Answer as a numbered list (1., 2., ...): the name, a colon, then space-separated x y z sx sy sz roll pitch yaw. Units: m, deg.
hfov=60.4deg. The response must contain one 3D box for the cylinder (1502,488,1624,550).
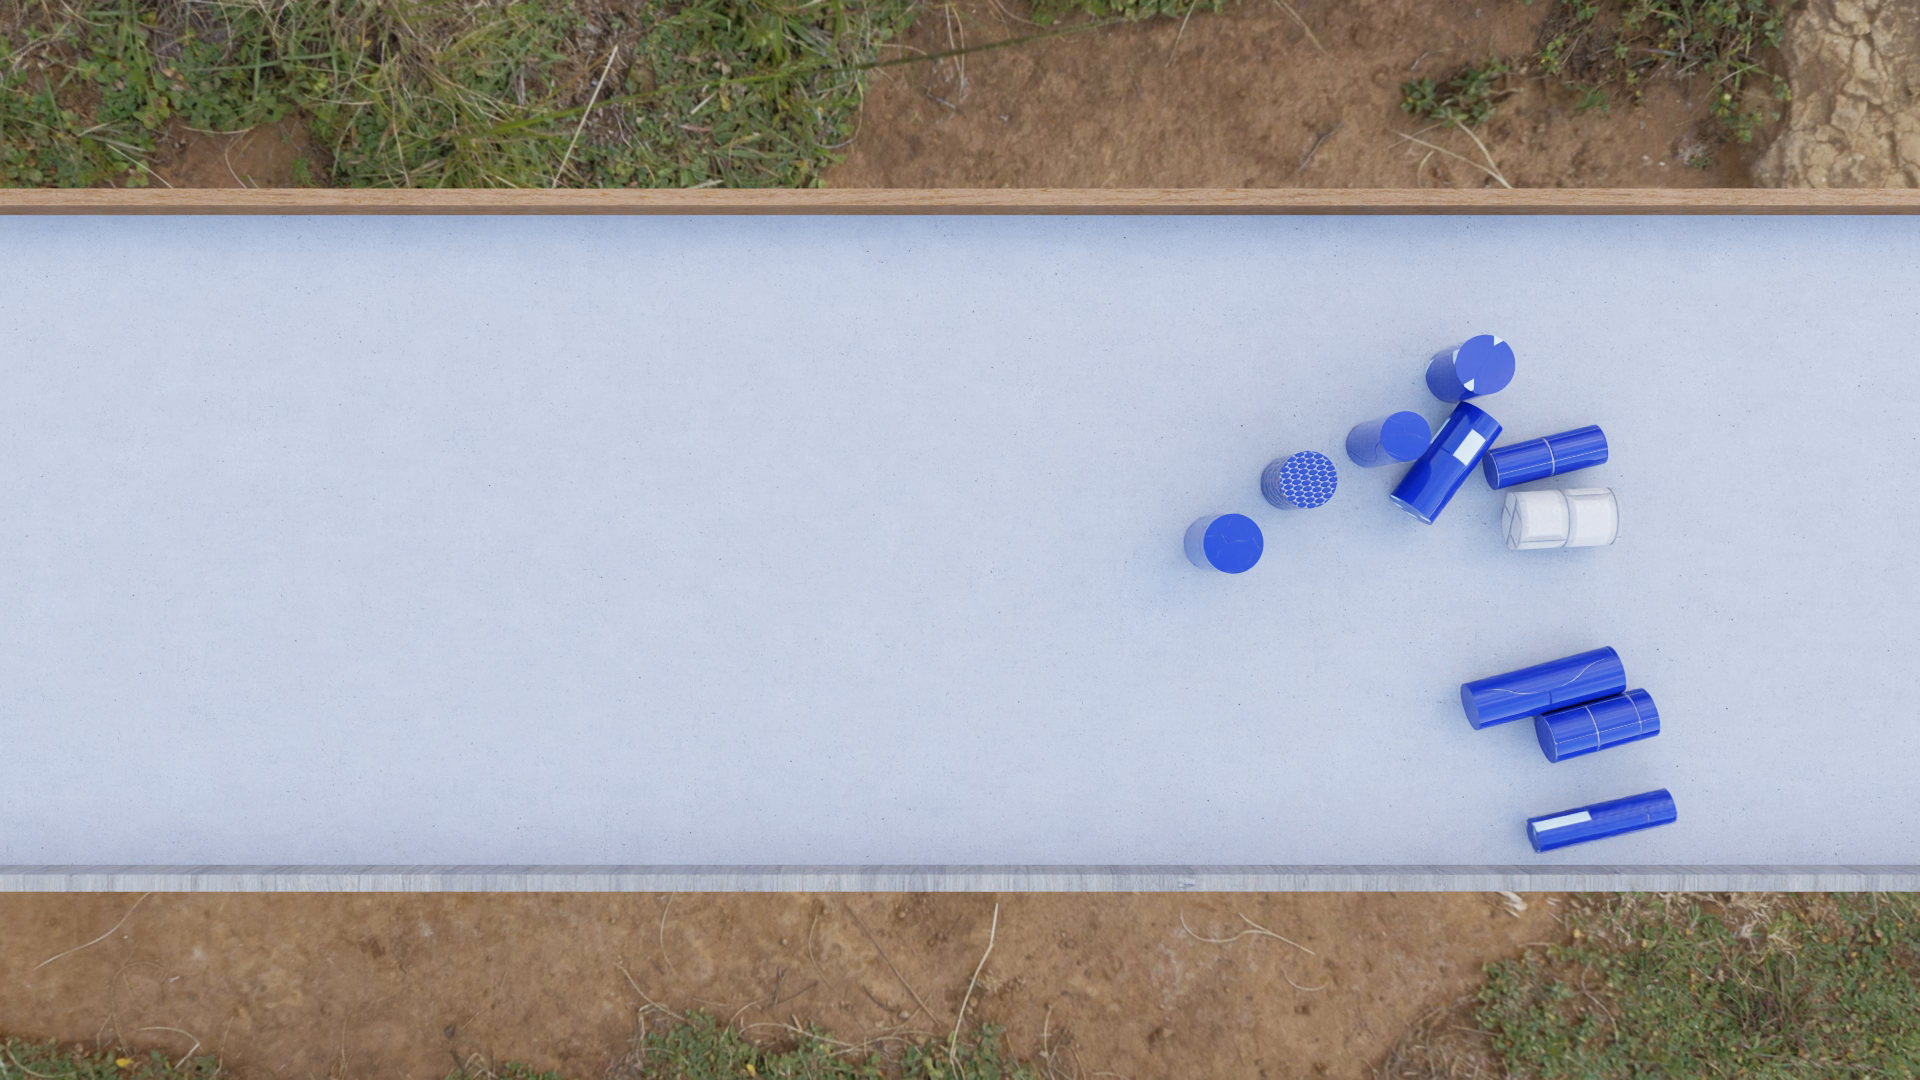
1. cylinder: 1.819 -0.065 4.989 0.305 0.175 0.175 -3 90 0

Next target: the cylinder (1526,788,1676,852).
1. cylinder: 1.952 0.854 5.024 0.424 0.105 0.105 -13 90 0

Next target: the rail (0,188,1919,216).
1. rail: -2.247 -1.025 5.002 12.000 0.150 0.050 0 90 0

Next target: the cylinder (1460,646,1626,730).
1. cylinder: 1.767 0.449 5.003 0.454 0.146 0.146 -15 90 0

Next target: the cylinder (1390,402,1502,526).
1. cylinder: 1.473 -0.232 5.000 0.152 0.152 0.355 37 90 0

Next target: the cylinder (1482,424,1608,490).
1. cylinder: 1.778 -0.252 5.014 0.341 0.124 0.124 -14 90 0

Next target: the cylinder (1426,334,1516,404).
1. cylinder: 1.520 -0.507 4.923 0.174 0.307 0.174 0 90 0

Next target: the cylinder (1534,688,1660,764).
1. cylinder: 1.931 0.562 5.000 0.320 0.152 0.152 -15 90 0

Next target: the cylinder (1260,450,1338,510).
1. cylinder: 1.008 -0.174 4.922 0.167 0.309 0.167 0 90 0

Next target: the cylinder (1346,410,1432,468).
1. cylinder: 1.258 -0.293 4.865 0.142 0.424 0.142 0 90 0

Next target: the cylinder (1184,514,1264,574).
1. cylinder: 0.773 0.010 4.869 0.171 0.415 0.171 0 90 0

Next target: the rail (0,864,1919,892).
1. rail: -2.247 1.025 5.001 12.000 0.150 0.050 0 90 0
